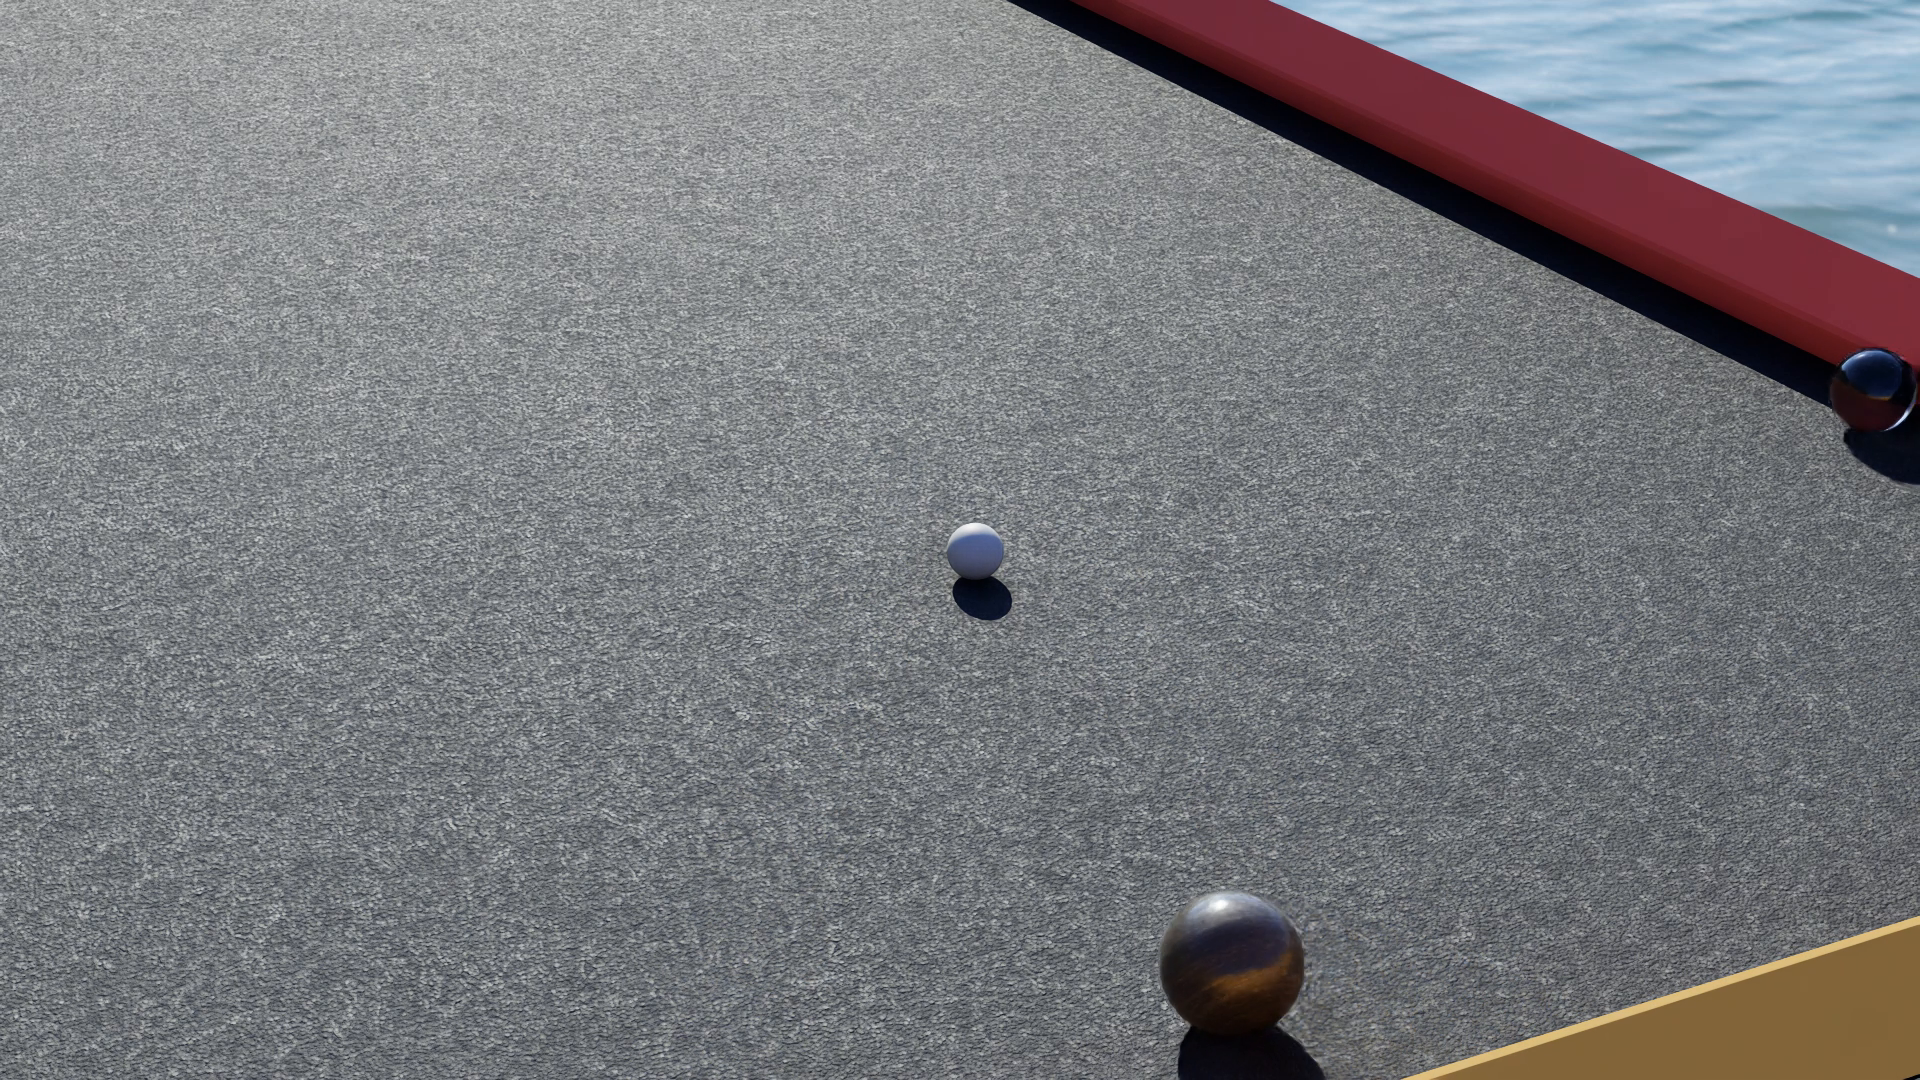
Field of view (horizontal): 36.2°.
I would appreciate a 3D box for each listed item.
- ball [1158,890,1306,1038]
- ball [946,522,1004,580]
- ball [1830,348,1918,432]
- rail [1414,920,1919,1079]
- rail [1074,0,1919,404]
[{"bbox_3d":[0.148,0.231,1.603,0.079,0.079,0.079,0,25,0],"label":"ball"},{"bbox_3d":[0.011,0.008,2.128,0.041,0.041,0.041,0,25,0],"label":"ball"},{"bbox_3d":[0.738,-0.121,2.375,0.068,0.068,0.068,0,25,0],"label":"ball"},{"bbox_3d":[0.340,0.266,1.498,1.724,0.103,0.045,-12,27,-24],"label":"rail"},{"bbox_3d":[0.399,-0.472,3.087,0.045,0.103,3.128,-12,27,-24],"label":"rail"}]
